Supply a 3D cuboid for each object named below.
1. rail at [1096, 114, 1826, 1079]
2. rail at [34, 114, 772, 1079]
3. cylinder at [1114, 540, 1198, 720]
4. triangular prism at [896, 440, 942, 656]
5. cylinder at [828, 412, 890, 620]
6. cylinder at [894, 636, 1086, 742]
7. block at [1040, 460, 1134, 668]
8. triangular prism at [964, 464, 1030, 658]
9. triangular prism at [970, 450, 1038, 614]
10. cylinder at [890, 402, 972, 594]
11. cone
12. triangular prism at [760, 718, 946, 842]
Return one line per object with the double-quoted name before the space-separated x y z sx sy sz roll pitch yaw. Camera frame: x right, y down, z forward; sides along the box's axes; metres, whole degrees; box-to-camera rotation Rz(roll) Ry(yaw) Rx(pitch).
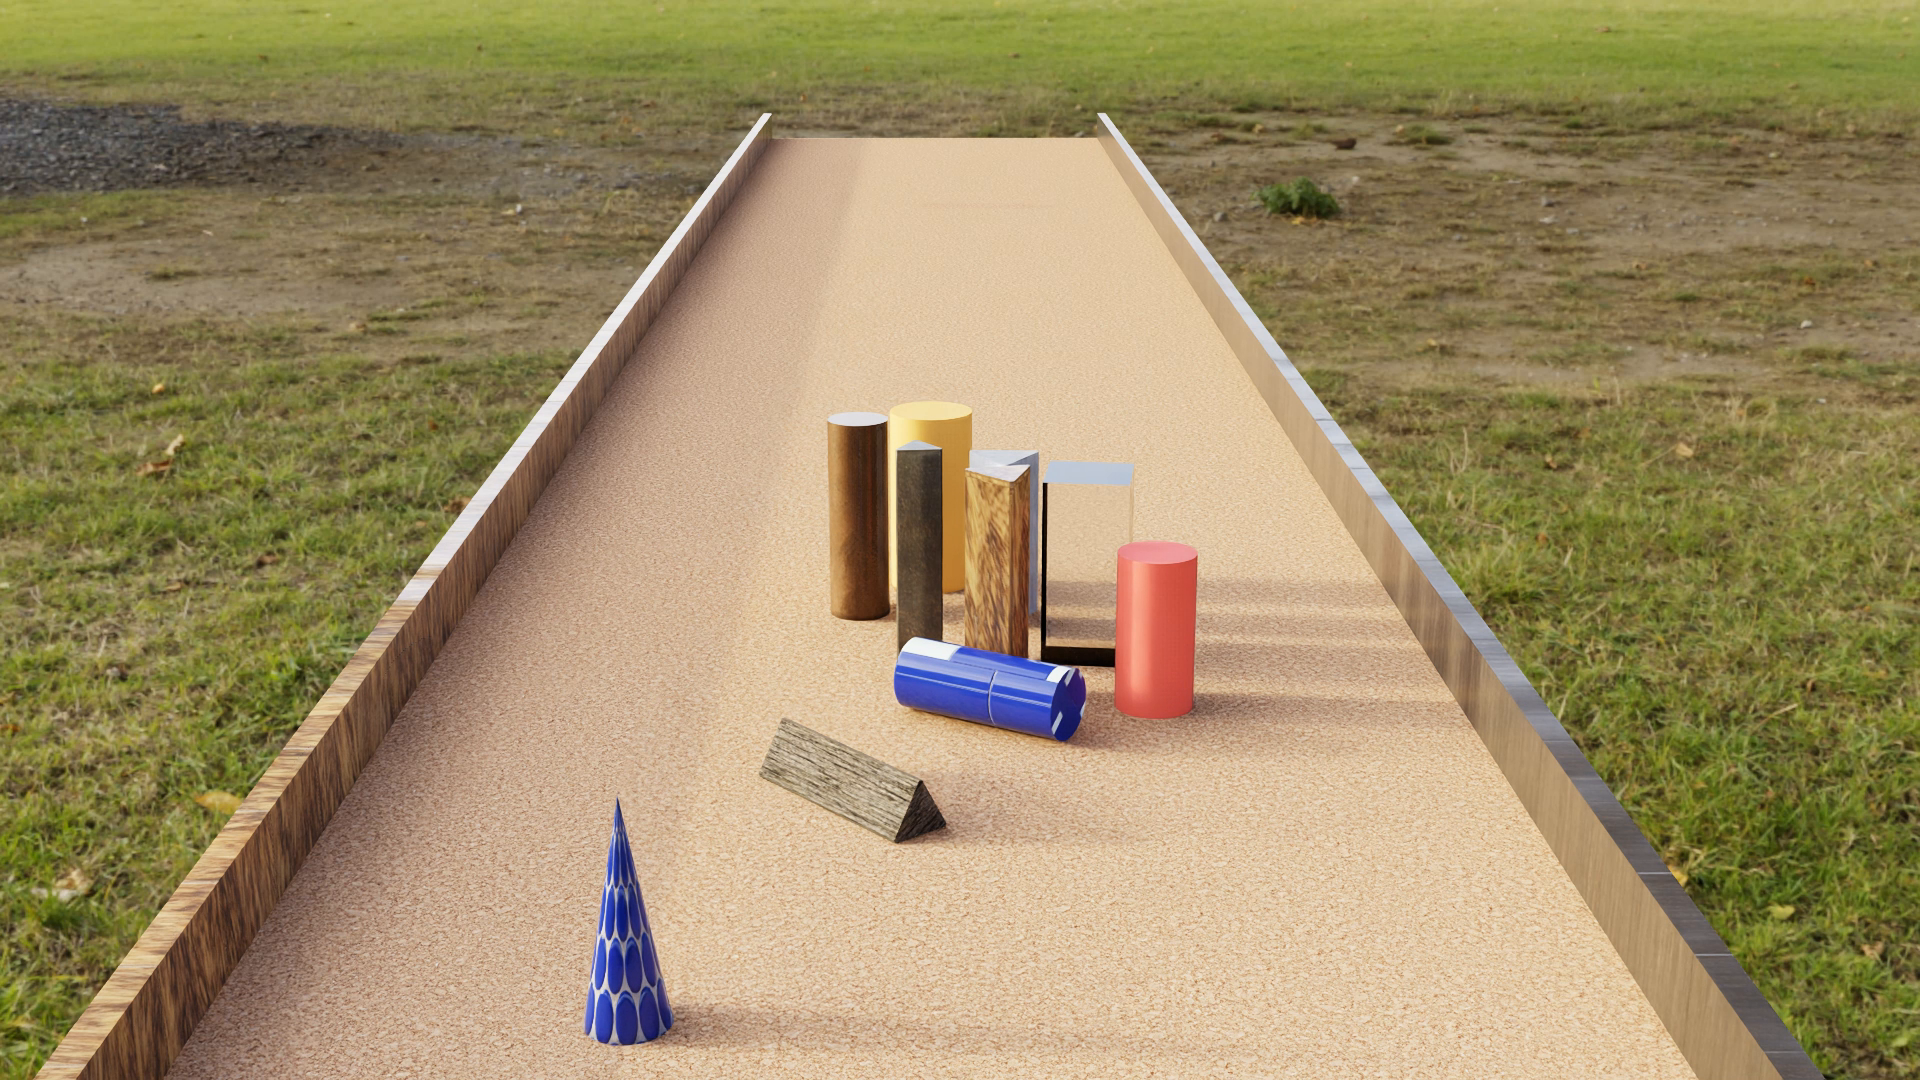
"rail" 0.932 -0.844 7.801 0.050 0.150 12.000 0 17 -1
"rail" -1.118 -0.838 7.780 0.050 0.150 12.000 0 17 -1
"cylinder" 0.367 0.168 4.131 0.149 0.303 0.149 0 17 0
"triangular prism" -0.084 0.025 4.364 0.090 0.443 0.078 -2 17 -6
"cylinder" -0.214 -0.050 4.652 0.127 0.424 0.127 0 17 0
"cylinder" 0.054 0.274 4.068 0.334 0.135 0.135 10 19 30
"block" 0.256 0.047 4.409 0.170 0.376 0.170 2 17 7
"triangular prism" 0.091 0.084 4.157 0.107 0.448 0.124 -15 22 -41
"triangular prism" 0.075 -0.010 4.645 0.123 0.352 0.143 10 19 30
"cylinder" -0.063 -0.095 4.859 0.180 0.392 0.180 0 17 0
"cone" -0.454 0.499 2.959 0.123 0.336 0.123 0 17 0
"triangular prism" -0.187 0.395 3.722 0.110 0.095 0.373 -13 21 -39
